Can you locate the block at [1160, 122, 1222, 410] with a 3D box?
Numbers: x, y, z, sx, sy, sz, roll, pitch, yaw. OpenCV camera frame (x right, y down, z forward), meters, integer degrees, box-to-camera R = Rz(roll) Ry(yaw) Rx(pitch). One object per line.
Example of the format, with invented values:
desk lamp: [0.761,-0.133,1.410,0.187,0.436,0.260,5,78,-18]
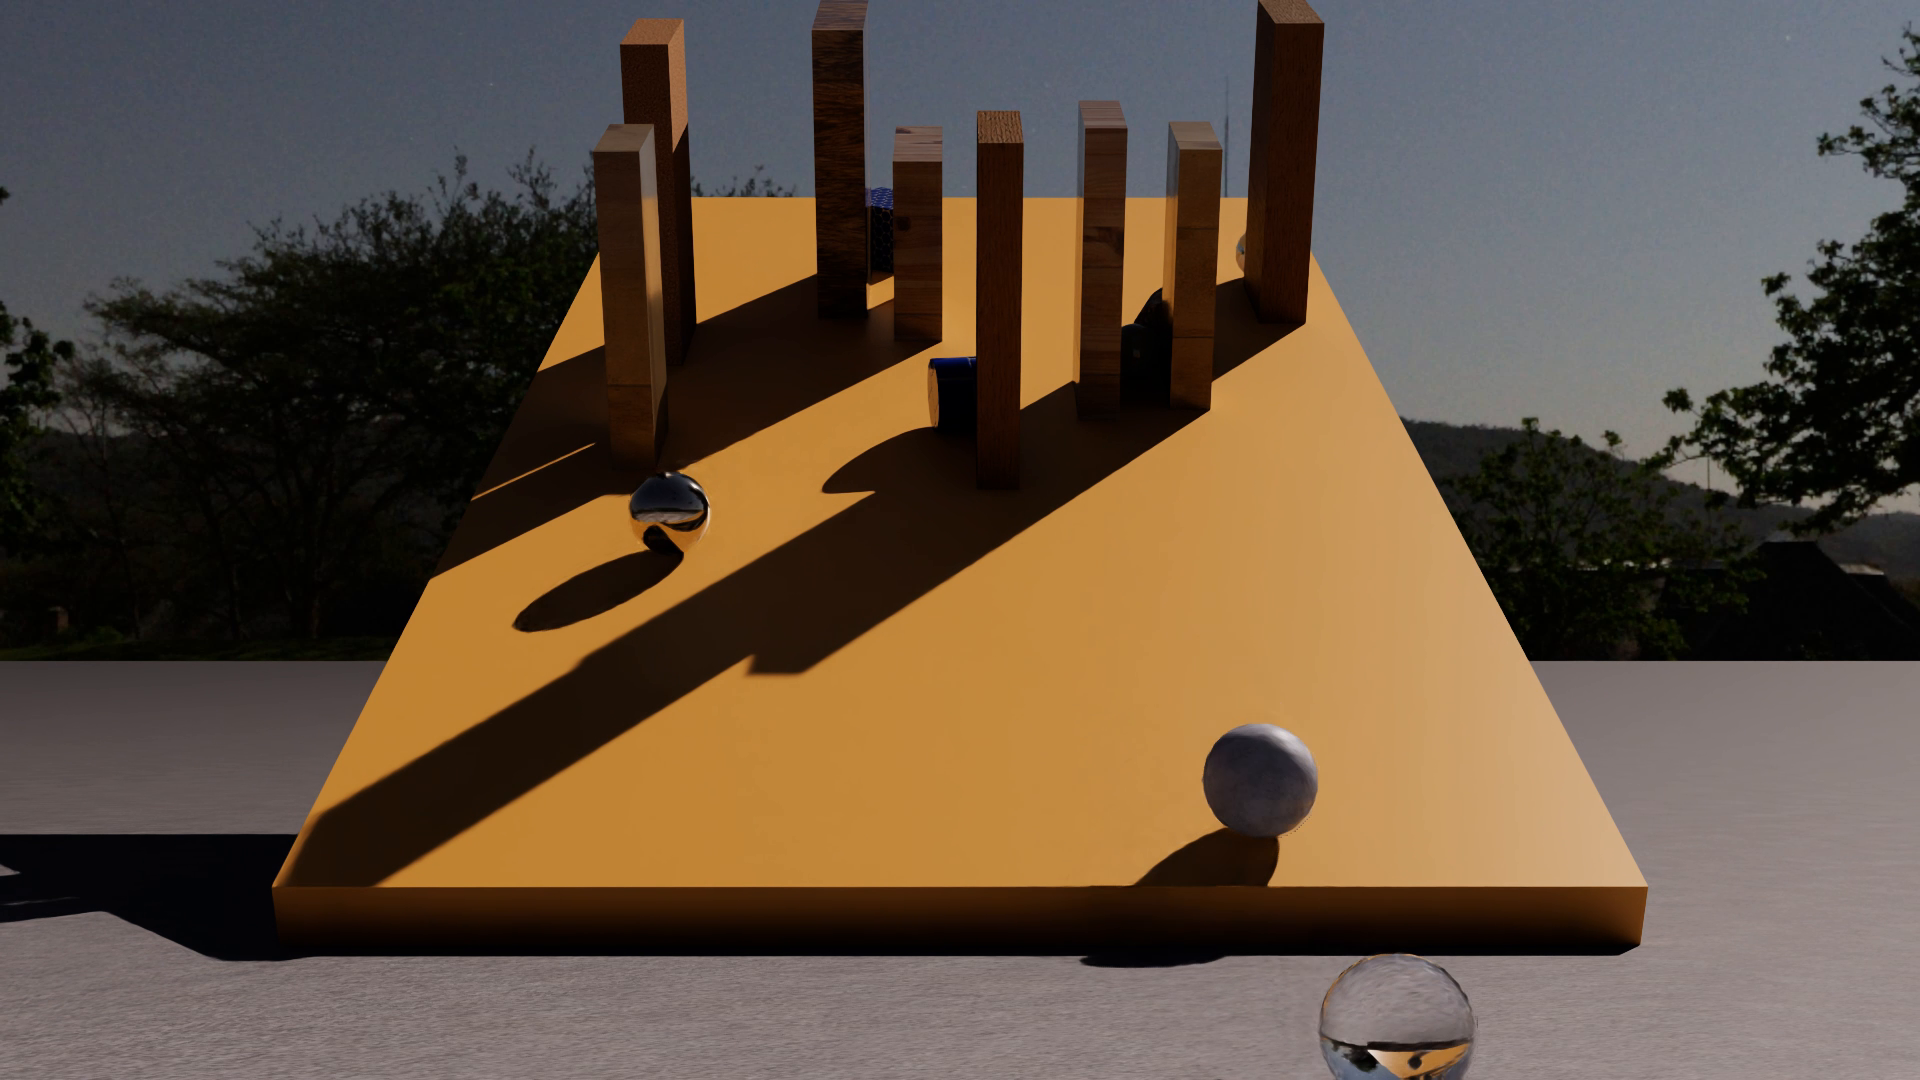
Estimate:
block: [0.524,-0.627,5.272,0.093,0.601,0.277,0,23,0]

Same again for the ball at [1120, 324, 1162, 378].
ball: [0.413,-0.447,5.455,0.129,0.129,0.129,0,-3,0]

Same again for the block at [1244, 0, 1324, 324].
block: [0.820,-0.966,5.879,0.119,0.756,0.343,0,23,0]

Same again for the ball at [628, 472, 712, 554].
ball: [-0.561,-0.053,4.469,0.159,0.159,0.159,0,-3,0]

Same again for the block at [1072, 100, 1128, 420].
block: [0.312,-0.629,5.193,0.091,0.664,0.280,0,23,0]

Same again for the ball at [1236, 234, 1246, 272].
ball: [0.811,-0.773,6.220,0.137,0.137,0.137,0,-3,0]

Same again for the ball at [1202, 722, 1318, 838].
ball: [0.451,0.361,3.471,0.173,0.173,0.173,0,-3,0]

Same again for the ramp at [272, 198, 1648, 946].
ramp: [-0.007,-0.224,5.216,2.000,0.100,4.000,0,23,0]

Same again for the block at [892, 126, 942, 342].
block: [-0.104,-0.776,5.815,0.119,0.453,0.388,0,23,0]

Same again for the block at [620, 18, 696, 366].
block: [-0.720,-0.836,5.548,0.109,0.768,0.328,0,23,0]

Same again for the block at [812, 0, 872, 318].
block: [-0.300,-0.990,5.964,0.125,0.731,0.447,0,23,0]

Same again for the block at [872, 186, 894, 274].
block: [-0.201,-0.855,6.358,0.178,0.178,0.178,16,27,33]

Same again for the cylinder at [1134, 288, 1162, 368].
cylinder: [0.509,-0.516,5.576,0.162,0.162,0.162,-1,22,16]

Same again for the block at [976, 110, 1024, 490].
block: [0.079,-0.498,4.797,0.088,0.729,0.294,0,23,0]

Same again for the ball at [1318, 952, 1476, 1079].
ball: [0.411,0.462,2.170,0.147,0.147,0.147,0,-3,0]

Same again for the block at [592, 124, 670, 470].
block: [-0.693,-0.514,4.887,0.093,0.685,0.252,0,23,0]

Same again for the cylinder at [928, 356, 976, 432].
cylinder: [0.021,-0.325,5.116,0.163,0.163,0.163,-4,-2,-9]
